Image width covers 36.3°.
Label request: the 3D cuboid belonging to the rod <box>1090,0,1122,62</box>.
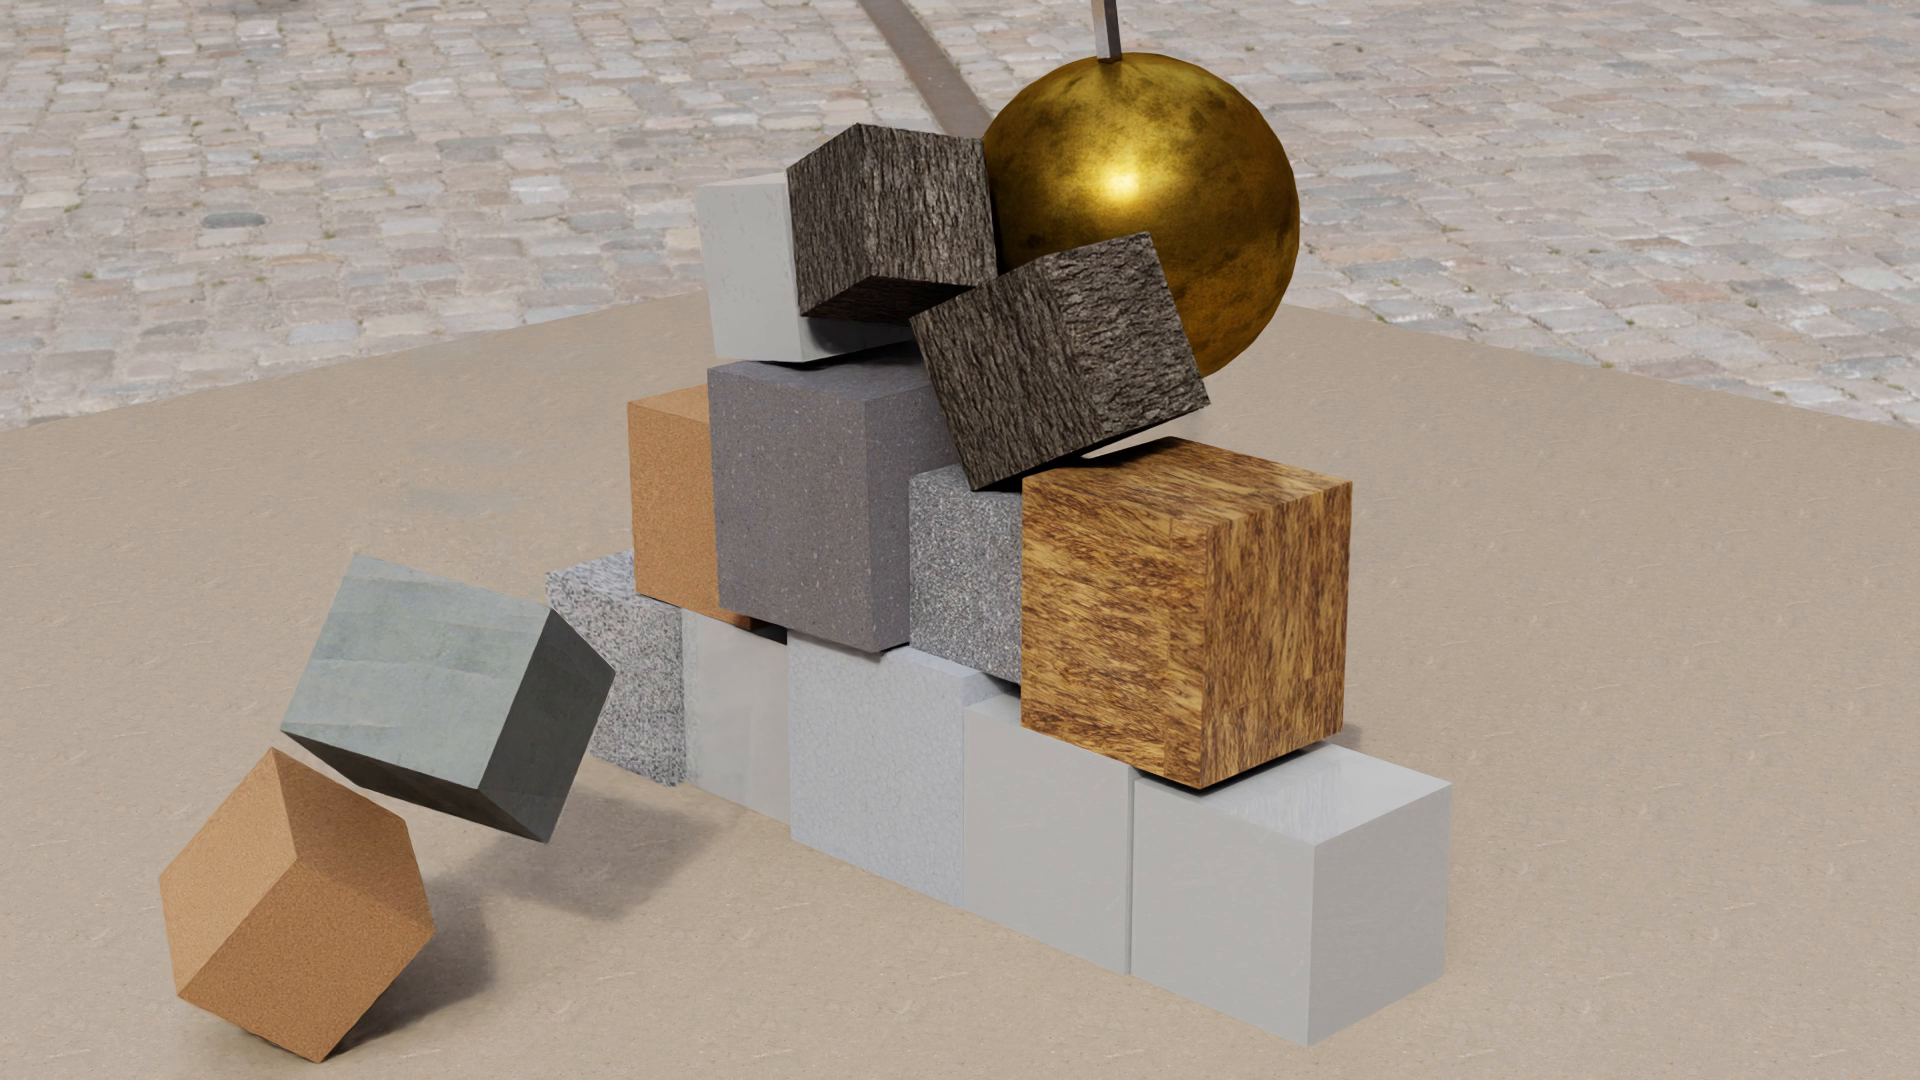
[{"bbox_3d":[0.342,-4.525,12.278,0.080,5.200,0.080,17,35,42],"label":"rod"}]

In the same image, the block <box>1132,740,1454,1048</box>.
[{"bbox_3d":[1.388,1.429,12.321,0.919,0.885,0.950,-17,24,-42],"label":"block"}]

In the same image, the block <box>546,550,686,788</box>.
[{"bbox_3d":[-1.402,0.585,14.988,1.027,0.896,0.938,-17,24,-42],"label":"block"}]

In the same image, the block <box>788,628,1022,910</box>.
[{"bbox_3d":[-0.042,0.900,13.646,1.131,1.101,1.008,16,24,42],"label":"block"}]

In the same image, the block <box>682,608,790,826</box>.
[{"bbox_3d":[-0.751,0.771,14.371,0.832,0.912,0.873,-17,24,-42],"label":"block"}]

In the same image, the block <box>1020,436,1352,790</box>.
[{"bbox_3d":[0.949,0.278,12.405,1.006,1.112,0.939,17,24,42],"label":"block"}]

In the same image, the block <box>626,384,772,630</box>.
[{"bbox_3d":[-1.014,-0.209,14.349,0.861,0.968,0.826,16,23,43],"label":"block"}]

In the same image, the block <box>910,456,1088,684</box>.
[{"bbox_3d":[0.326,0.102,13.024,0.780,0.796,0.776,17,24,42],"label":"block"}]

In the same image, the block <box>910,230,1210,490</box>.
[{"bbox_3d":[0.430,-0.771,12.659,0.836,0.797,0.714,-21,-1,44],"label":"block"}]

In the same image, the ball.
[{"bbox_3d":[0.789,-1.473,13.706,1.600,1.600,1.600,0,17,0],"label":"ball"}]

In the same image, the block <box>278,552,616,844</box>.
[{"bbox_3d":[-2.029,0.639,11.719,0.894,0.764,0.763,14,-18,19],"label":"block"}]

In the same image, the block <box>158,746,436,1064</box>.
[{"bbox_3d":[-2.667,1.462,11.761,0.682,0.748,0.792,35,12,-33],"label":"block"}]

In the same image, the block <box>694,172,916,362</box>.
[{"bbox_3d":[-0.669,-1.299,13.639,0.783,0.807,0.694,-15,13,-37],"label":"block"}]

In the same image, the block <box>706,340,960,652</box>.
[{"bbox_3d":[-0.372,-0.261,13.577,1.125,1.144,1.052,-17,22,-42],"label":"block"}]

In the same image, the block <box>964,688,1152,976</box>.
[{"bbox_3d":[0.704,1.189,12.961,0.983,0.960,0.963,-17,24,-42],"label":"block"}]

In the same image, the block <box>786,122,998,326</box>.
[{"bbox_3d":[-0.302,-1.380,12.970,0.663,0.688,0.600,3,-15,-34],"label":"block"}]
